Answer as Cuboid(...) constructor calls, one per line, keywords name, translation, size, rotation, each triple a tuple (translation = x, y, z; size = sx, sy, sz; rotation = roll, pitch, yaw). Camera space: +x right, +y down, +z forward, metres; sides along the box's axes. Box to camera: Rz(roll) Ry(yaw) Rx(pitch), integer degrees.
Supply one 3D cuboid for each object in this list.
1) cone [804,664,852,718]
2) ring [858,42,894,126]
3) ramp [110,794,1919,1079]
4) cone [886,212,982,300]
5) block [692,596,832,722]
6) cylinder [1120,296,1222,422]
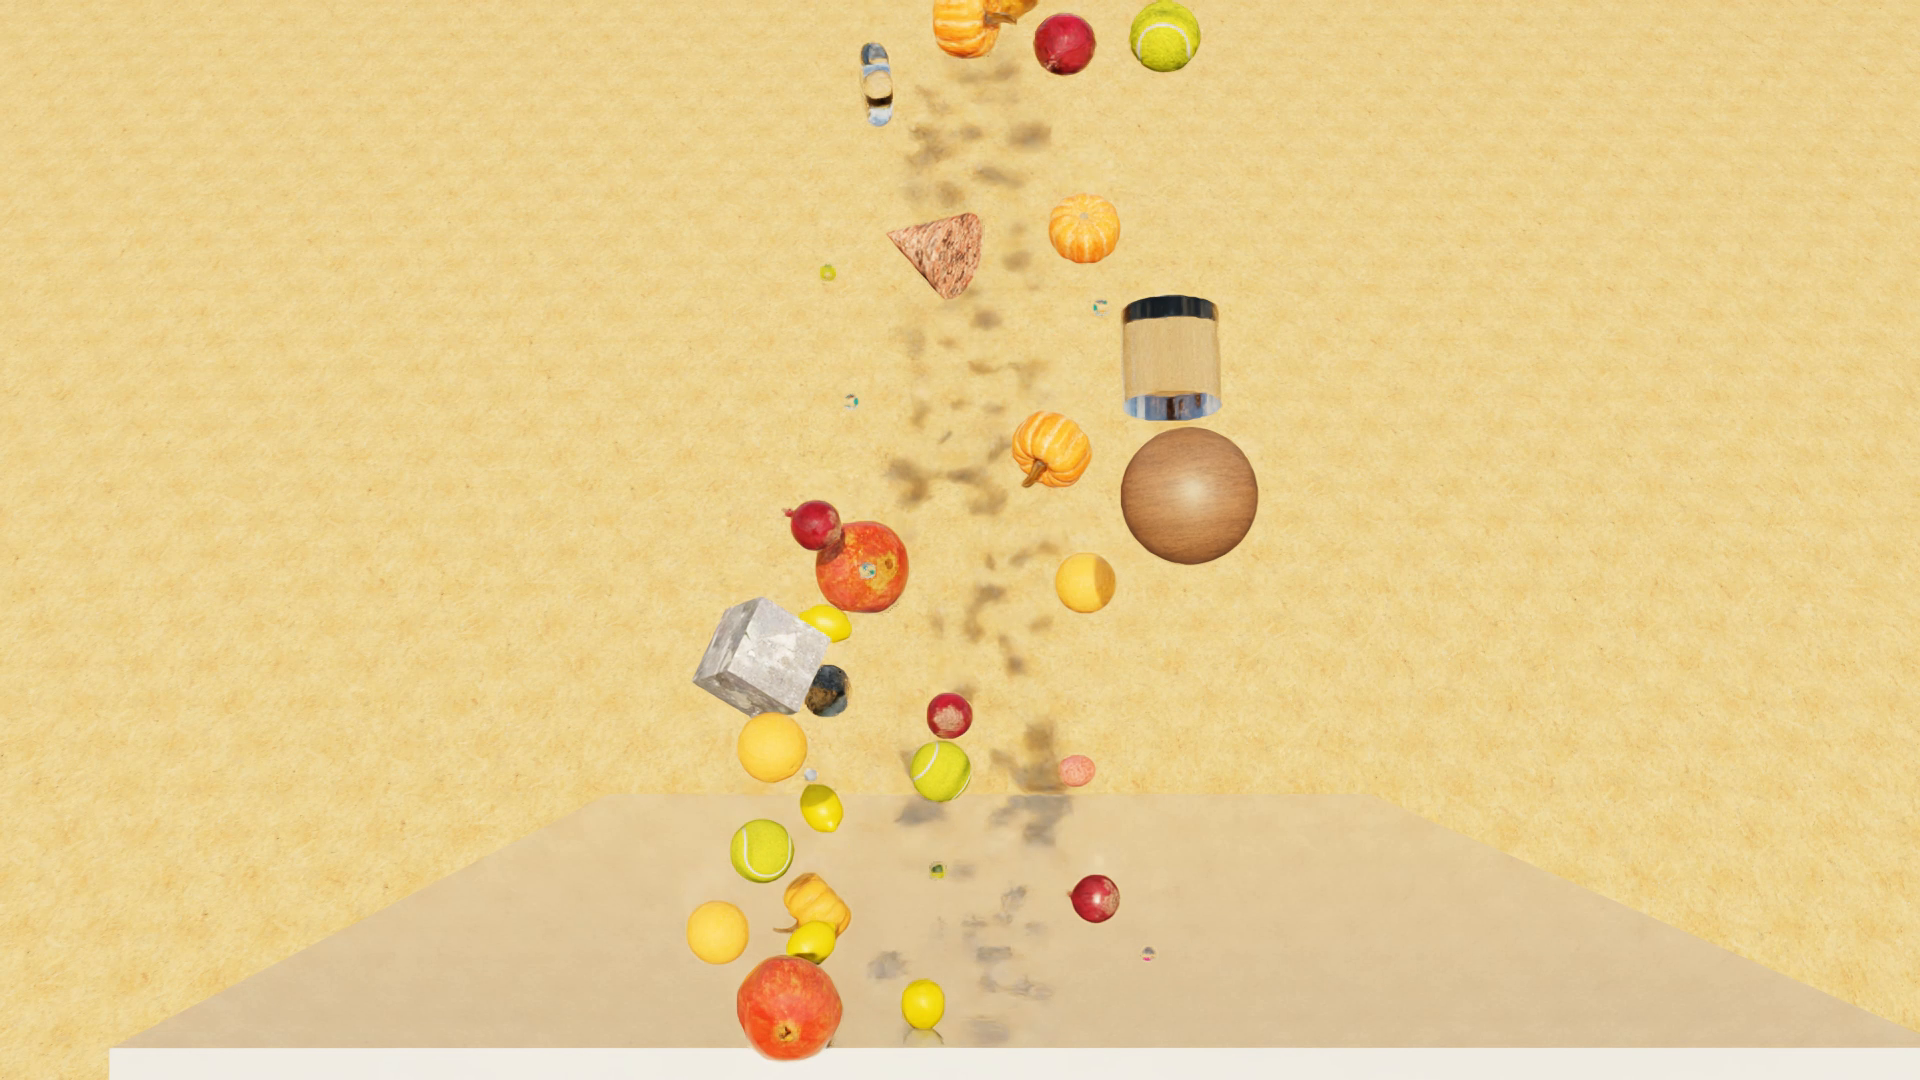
Cuboid(name="cone", translation=(-0.150, 0.185, 3.148), size=(0.065, 0.065, 0.065), rotation=(-16, 6, -22))
Cuboid(name="ring", translation=(-0.087, -0.471, 2.685), size=(0.029, 0.088, 0.088), rotation=(-7, 35, -5))
Cuboid(name="ramp", translation=(0.076, 0.659, 4.816), size=(2.000, 0.100, 4.000), rotation=(0, -2, 0))
Cuboid(name="cone", translation=(-0.038, -0.289, 2.540), size=(0.087, 0.087, 0.087), rotation=(21, 40, 26))
Cuboid(name="block", translation=(-0.207, 0.125, 2.709), size=(0.089, 0.089, 0.089), rotation=(33, 65, -21))
Cuboid(name="cylinder", translation=(0.194, -0.167, 2.395), size=(0.091, 0.091, 0.091), rotation=(0, 75, -1))
